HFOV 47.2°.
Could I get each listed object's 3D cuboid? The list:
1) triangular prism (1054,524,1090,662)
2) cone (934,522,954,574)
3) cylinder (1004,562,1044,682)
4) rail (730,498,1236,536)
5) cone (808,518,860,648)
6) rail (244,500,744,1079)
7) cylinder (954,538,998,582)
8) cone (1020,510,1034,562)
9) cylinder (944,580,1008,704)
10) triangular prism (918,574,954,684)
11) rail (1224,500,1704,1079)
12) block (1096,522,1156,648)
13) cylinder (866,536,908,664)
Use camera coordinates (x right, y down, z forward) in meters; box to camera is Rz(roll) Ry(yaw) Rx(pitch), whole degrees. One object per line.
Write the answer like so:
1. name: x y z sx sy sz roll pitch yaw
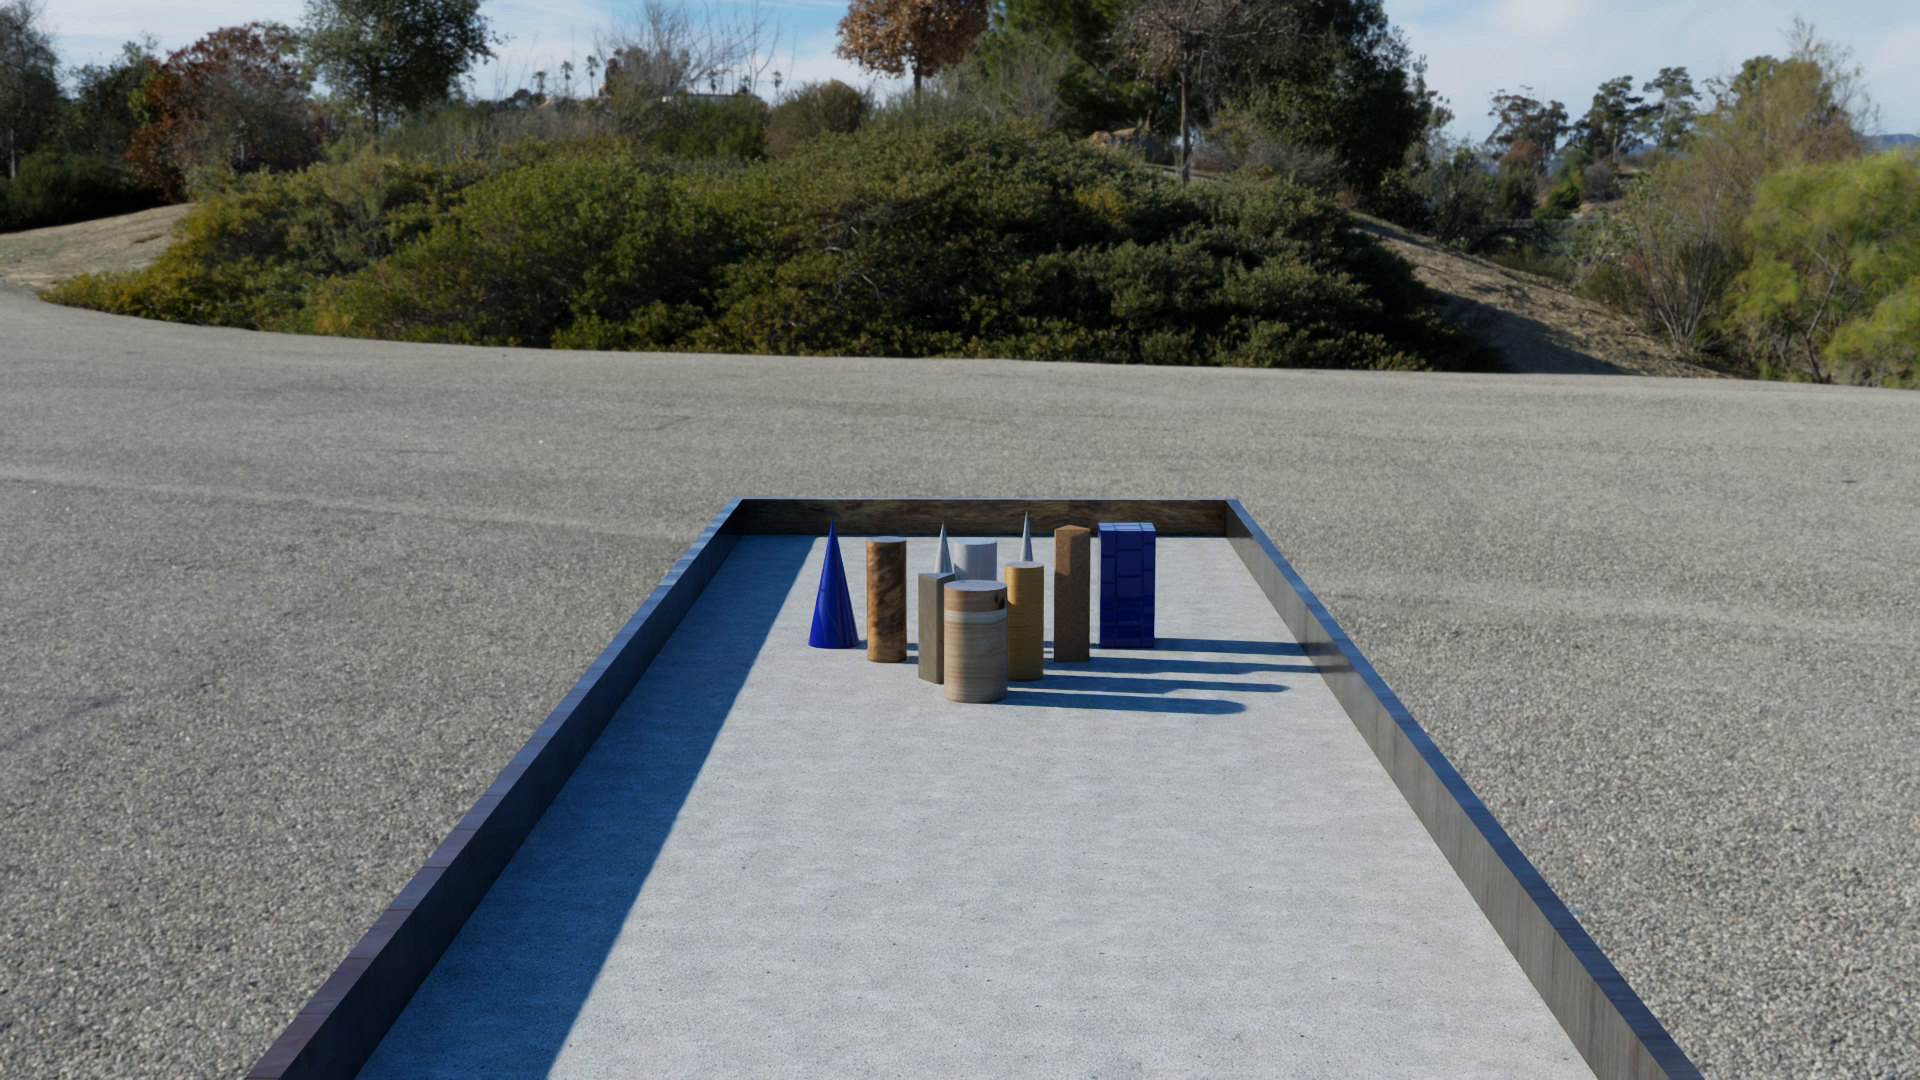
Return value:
1. triangular prism: 0.335 0.162 6.687 0.107 0.407 0.093 -1 9 -5
2. cone: -0.053 0.129 6.950 0.142 0.389 0.142 0 9 0
3. cylinder: 0.188 0.238 6.432 0.114 0.337 0.114 0 9 0
4. rail: 0.099 -0.098 9.147 2.100 0.150 0.050 0 9 1
5. cone: -0.398 0.126 6.913 0.165 0.407 0.165 0 9 0
6. rail: -1.004 0.839 3.234 0.050 0.150 12.000 0 9 1
7. cylinder: 0.047 0.184 6.683 0.132 0.365 0.132 0 9 0
8. cone: 0.209 0.113 6.918 0.111 0.431 0.111 0 9 0
9. cylinder: 0.044 0.284 6.195 0.179 0.319 0.179 0 9 0
10. triangular prism: -0.054 0.254 6.413 0.091 0.311 0.105 -6 11 -32
11. rail: 1.046 0.843 3.208 0.050 0.150 12.000 0 9 1
12. block: 0.523 0.142 6.932 0.171 0.371 0.171 0 9 1
13. cylinder: -0.222 0.181 6.688 0.122 0.370 0.122 0 9 0
